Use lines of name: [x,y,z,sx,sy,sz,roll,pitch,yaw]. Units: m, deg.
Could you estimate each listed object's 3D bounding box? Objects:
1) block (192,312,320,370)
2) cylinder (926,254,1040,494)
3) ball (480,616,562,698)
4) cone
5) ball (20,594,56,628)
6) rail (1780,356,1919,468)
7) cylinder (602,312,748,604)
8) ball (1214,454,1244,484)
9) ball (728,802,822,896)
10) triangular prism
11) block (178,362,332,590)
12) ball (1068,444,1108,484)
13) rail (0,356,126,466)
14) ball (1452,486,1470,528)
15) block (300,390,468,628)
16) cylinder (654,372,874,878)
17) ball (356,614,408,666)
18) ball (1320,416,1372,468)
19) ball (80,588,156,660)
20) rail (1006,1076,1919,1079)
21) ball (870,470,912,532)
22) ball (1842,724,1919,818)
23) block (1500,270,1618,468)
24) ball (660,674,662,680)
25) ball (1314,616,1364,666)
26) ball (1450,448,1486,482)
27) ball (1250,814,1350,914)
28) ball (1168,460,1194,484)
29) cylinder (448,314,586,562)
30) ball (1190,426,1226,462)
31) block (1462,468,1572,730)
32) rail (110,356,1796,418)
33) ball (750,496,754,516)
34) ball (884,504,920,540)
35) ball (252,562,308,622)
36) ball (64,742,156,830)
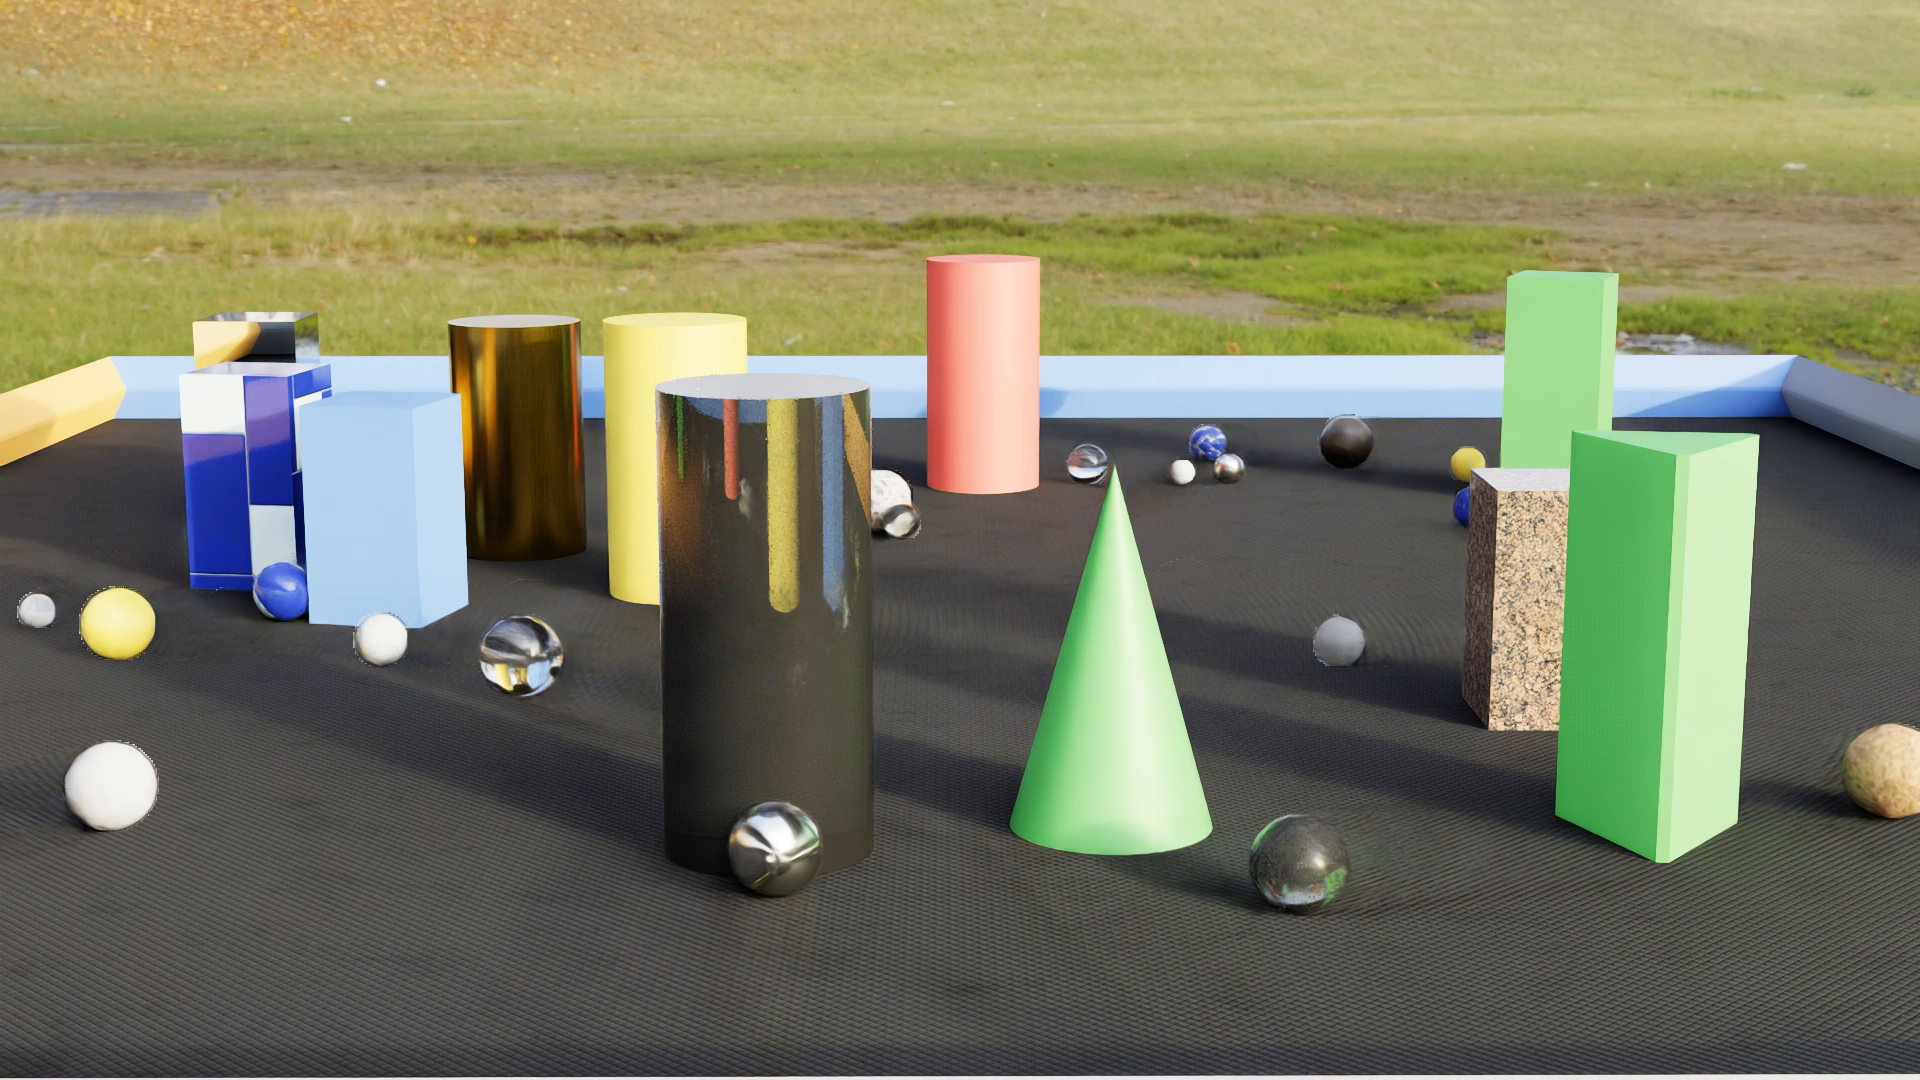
block: [-1.117,-0.191,4.103,0.157,0.332,0.157,0,10,-1]
cylinder: [0.040,-0.292,4.473,0.197,0.396,0.197,0,10,0]
ball: [-0.511,0.135,2.989,0.096,0.096,0.096,0,10,0]
cone: [0.147,0.103,2.460,0.197,0.353,0.197,0,10,0]
ball: [-1.207,0.093,3.358,0.045,0.045,0.045,0,10,0]
rail: [1.734,0.031,3.459,0.045,0.128,3.872,0,10,0]
cylinder: [-0.392,-0.116,3.565,0.197,0.381,0.197,0,10,0]
ball: [0.472,-0.124,4.502,0.055,0.055,0.055,0,10,0]
ball: [-0.164,0.274,2.275,0.084,0.084,0.084,0,10,0]
triangular prism: [0.645,0.091,2.448,0.148,0.381,0.170,8,13,38]
block: [-0.994,-0.092,3.649,0.157,0.303,0.157,1,11,8]
ball: [0.224,-0.132,4.501,0.072,0.072,0.072,0,10,0]
rail: [-1.734,0.035,3.439,0.045,0.128,3.872,0,10,0]
ball: [0.817,-0.052,4.083,0.067,0.067,0.067,0,10,0]
block: [-0.766,-0.043,3.422,0.157,0.290,0.157,2,11,12]
cylinder: [-0.180,0.074,2.381,0.197,0.438,0.197,0,10,0]
ball: [-0.710,0.122,3.149,0.063,0.063,0.063,0,10,0]
ball: [0.705,-0.178,4.682,0.096,0.096,0.096,0,10,0]
ball: [-1.042,0.104,3.179,0.089,0.089,0.089,0,10,0]
rail: [0.011,0.381,1.569,3.516,0.128,0.045,0,10,0]
ball: [-0.125,-0.062,4.048,0.098,0.098,0.098,0,10,0]
ball: [0.912,0.226,2.511,0.092,0.092,0.092,0,10,0]
block: [1.012,-0.258,4.336,0.157,0.379,0.157,4,11,22]
ball: [-0.323,0.158,2.991,0.051,0.051,0.051,0,10,0]
ball: [0.465,0.125,3.144,0.061,0.061,0.061,0,10,0]
ball: [0.898,-0.134,4.536,0.061,0.061,0.061,0,10,0]
ball: [0.294,0.281,2.229,0.086,0.086,0.086,0,10,0]
ball: [0.389,-0.119,4.503,0.045,0.045,0.045,0,10,0]
cylinder: [-0.668,-0.157,3.874,0.197,0.348,0.197,0,10,0]
ball: [0.462,-0.180,4.772,0.066,0.066,0.066,0,10,0]
block: [0.665,0.064,2.897,0.157,0.269,0.157,0,10,0]
rail: [-0.011,-0.315,5.329,3.516,0.128,0.045,0,10,0]
ball: [-0.359,-0.054,4.121,0.056,0.056,0.056,0,10,0]
ball: [-0.091,-0.029,3.986,0.056,0.056,0.056,0,10,0]
ball: [-0.896,0.068,3.399,0.079,0.079,0.079,0,10,0]
ball: [-0.818,0.237,2.469,0.085,0.085,0.085,0,10,0]
